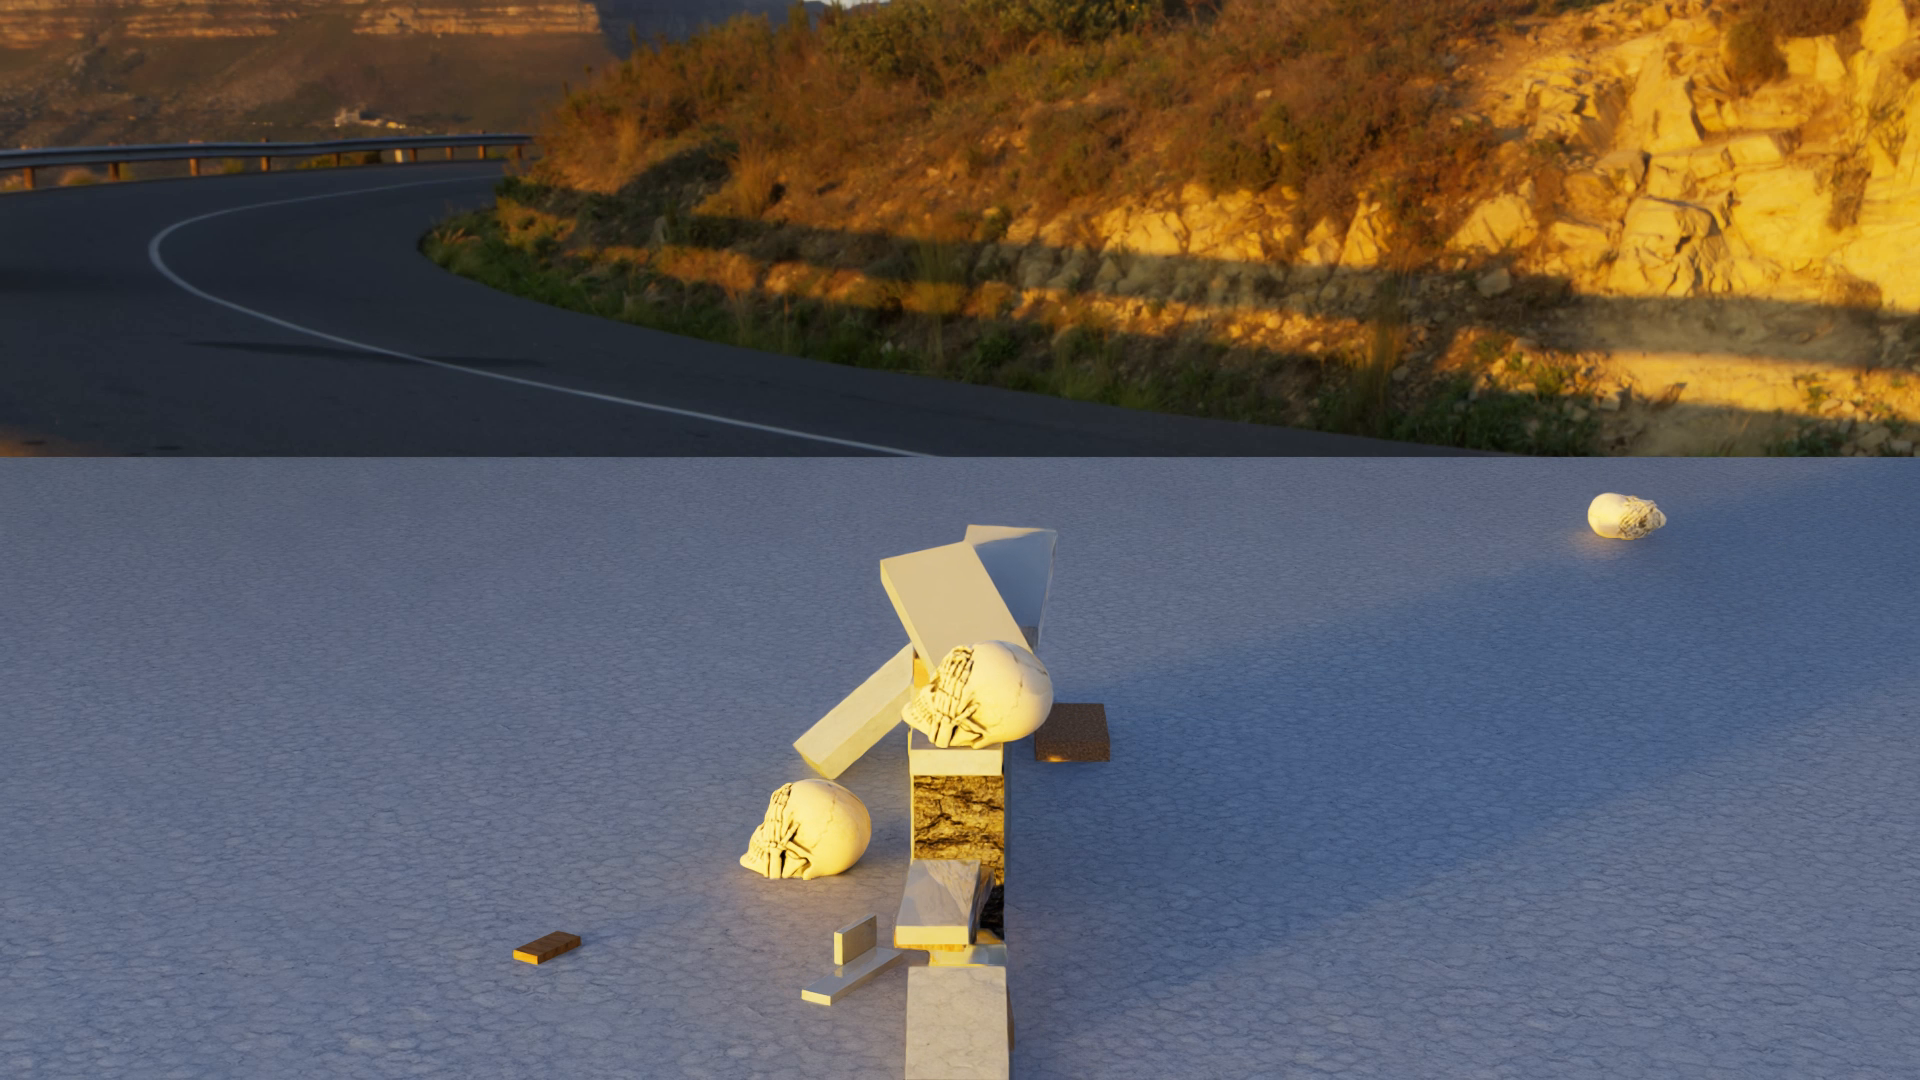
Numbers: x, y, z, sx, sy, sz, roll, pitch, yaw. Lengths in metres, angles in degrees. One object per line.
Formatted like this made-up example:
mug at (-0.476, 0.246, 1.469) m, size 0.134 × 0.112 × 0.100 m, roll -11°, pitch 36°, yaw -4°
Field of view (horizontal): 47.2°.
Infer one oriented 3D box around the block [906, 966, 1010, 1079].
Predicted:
block at (-0.003, 0.649, 2.852) m, size 0.131 × 0.037 × 0.261 m, roll 0°, pitch 27°, yaw 0°

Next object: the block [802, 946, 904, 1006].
block at (-0.159, 0.652, 3.296) m, size 0.049 × 0.014 × 0.203 m, roll 6°, pitch 12°, yaw 30°

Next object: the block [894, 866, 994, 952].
block at (-0.021, 0.521, 3.126) m, size 0.098 × 0.028 × 0.196 m, roll 2°, pitch 20°, yaw 14°

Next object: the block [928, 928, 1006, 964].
block at (0.007, 0.581, 3.148) m, size 0.094 × 0.027 × 0.188 m, roll 0°, pitch -3°, yaw -7°

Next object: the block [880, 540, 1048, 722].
block at (0.002, 0.146, 3.666) m, size 0.162 × 0.046 × 0.392 m, roll -12°, pitch 38°, yaw -14°

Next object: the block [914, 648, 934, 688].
block at (0.009, 0.191, 3.821) m, size 0.170 × 0.048 × 0.340 m, roll 0°, pitch 11°, yaw 0°

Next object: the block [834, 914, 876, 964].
block at (-0.161, 0.616, 3.396) m, size 0.014 × 0.049 × 0.098 m, roll 6°, pitch 12°, yaw 30°

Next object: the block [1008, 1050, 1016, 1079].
block at (0.008, 0.720, 2.868) m, size 0.130 × 0.037 × 0.261 m, roll 0°, pitch 11°, yaw -1°

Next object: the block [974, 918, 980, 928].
block at (-0.024, 0.571, 3.293) m, size 0.098 × 0.028 × 0.279 m, roll -2°, pitch -14°, yaw 3°

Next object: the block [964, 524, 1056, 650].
block at (0.074, 0.079, 3.856) m, size 0.162 × 0.046 × 0.323 m, roll 4°, pitch 31°, yaw 7°

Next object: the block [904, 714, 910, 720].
block at (-0.028, 0.312, 4.577) m, size 0.149 × 0.042 × 0.341 m, roll 1°, pitch 11°, yaw 4°

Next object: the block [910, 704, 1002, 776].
block at (-0.005, 0.315, 3.495) m, size 0.140 × 0.040 × 0.280 m, roll 0°, pitch 10°, yaw 1°

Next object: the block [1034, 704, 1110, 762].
block at (0.230, 0.399, 4.581) m, size 0.149 × 0.042 × 0.299 m, roll 0°, pitch 11°, yaw 1°

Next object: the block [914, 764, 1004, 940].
block at (-0.002, 0.488, 3.444) m, size 0.140 × 0.280 × 0.040 m, roll 0°, pitch 16°, yaw 0°

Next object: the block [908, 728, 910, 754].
block at (-0.021, 0.373, 4.482) m, size 0.152 × 0.043 × 0.303 m, roll 0°, pitch 11°, yaw 2°

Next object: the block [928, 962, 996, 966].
block at (0.002, 0.628, 3.164) m, size 0.094 × 0.027 × 0.188 m, roll 0°, pitch -15°, yaw 0°

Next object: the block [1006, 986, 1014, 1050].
block at (0.006, 0.661, 3.043) m, size 0.130 × 0.037 × 0.261 m, roll 0°, pitch -1°, yaw 0°

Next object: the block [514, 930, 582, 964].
block at (-0.639, 0.631, 3.408) m, size 0.049 × 0.014 × 0.098 m, roll 7°, pitch 12°, yaw 32°

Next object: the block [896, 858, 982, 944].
block at (-0.028, 0.506, 3.085) m, size 0.098 × 0.028 × 0.196 m, roll -1°, pitch 19°, yaw 6°

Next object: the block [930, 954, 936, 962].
block at (0.003, 0.620, 3.290) m, size 0.094 × 0.027 × 0.188 m, roll 0°, pitch -6°, yaw -1°

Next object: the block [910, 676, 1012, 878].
block at (0.002, 0.403, 3.741) m, size 0.170 × 0.340 × 0.048 m, roll 0°, pitch 11°, yaw 1°

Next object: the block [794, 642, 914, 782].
block at (-0.174, 0.339, 4.393) m, size 0.323 × 0.046 × 0.162 m, roll -41°, pitch 22°, yaw -11°
